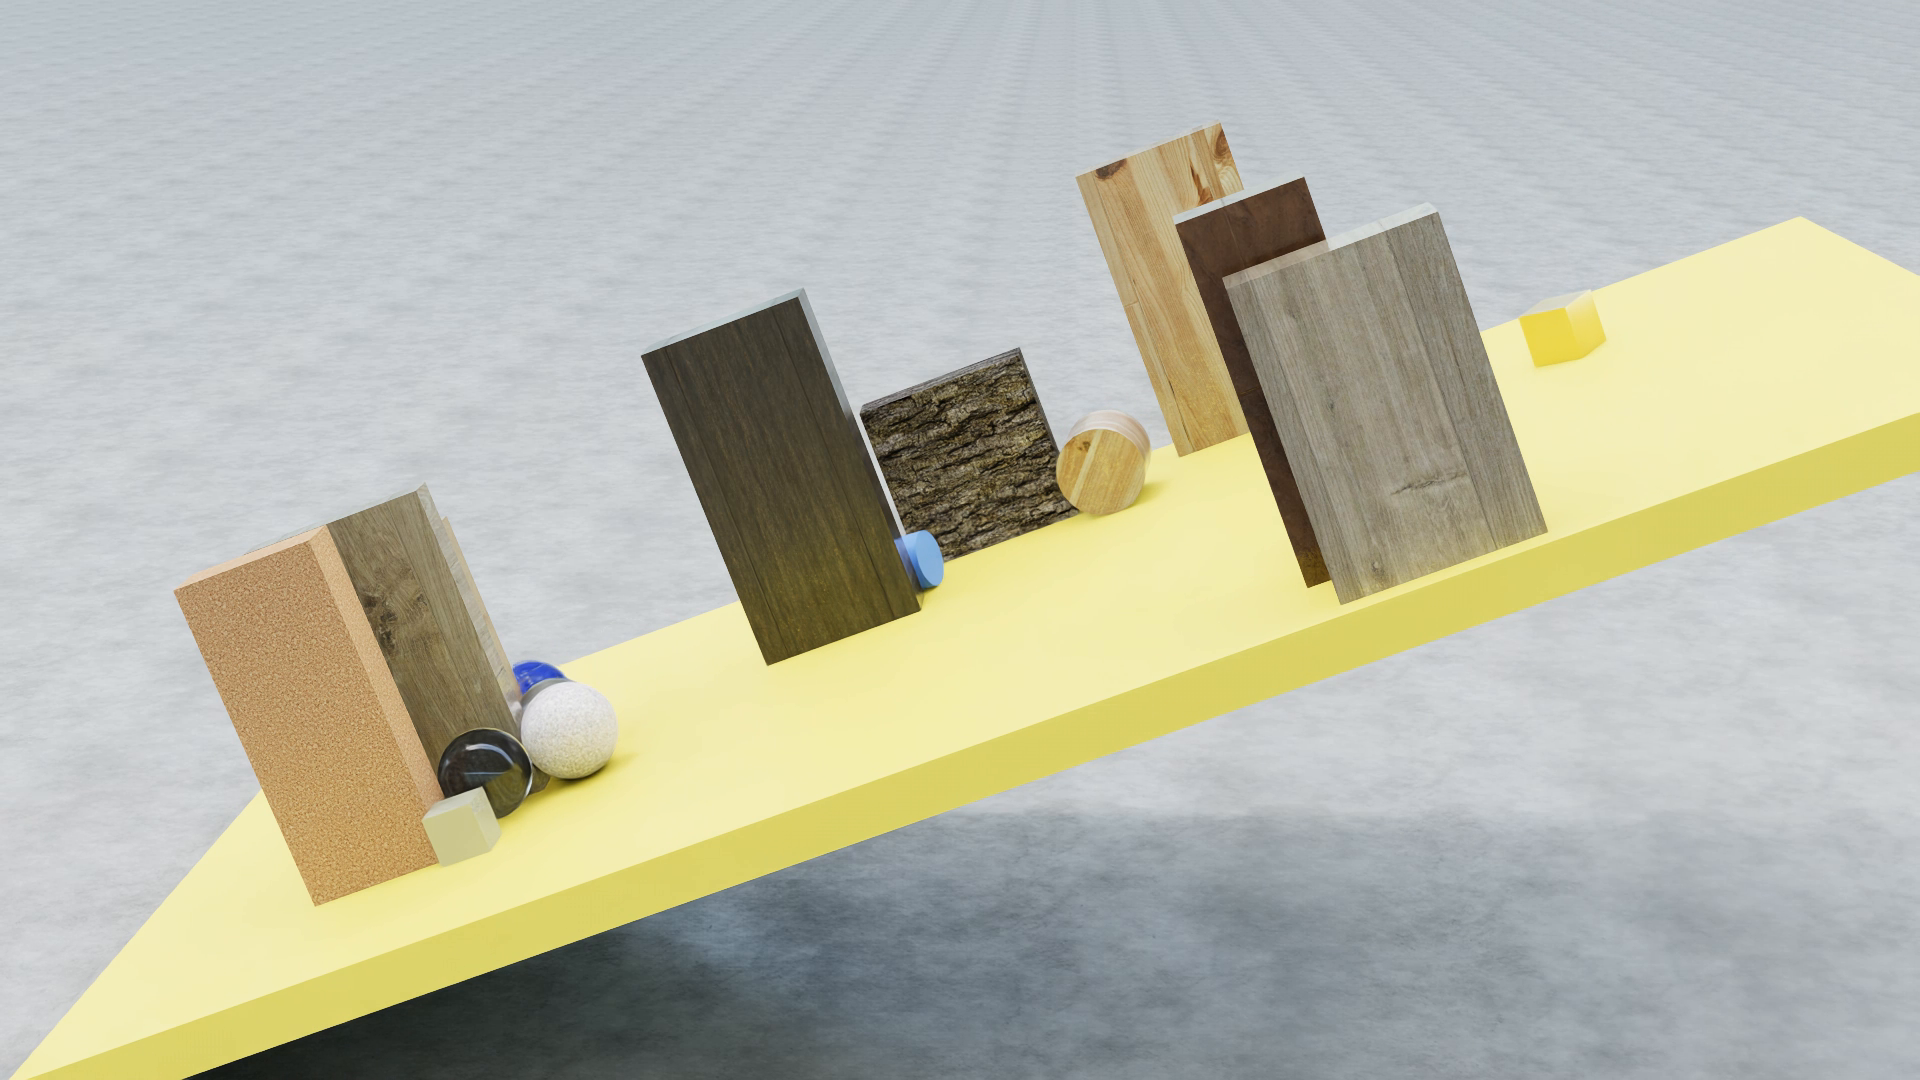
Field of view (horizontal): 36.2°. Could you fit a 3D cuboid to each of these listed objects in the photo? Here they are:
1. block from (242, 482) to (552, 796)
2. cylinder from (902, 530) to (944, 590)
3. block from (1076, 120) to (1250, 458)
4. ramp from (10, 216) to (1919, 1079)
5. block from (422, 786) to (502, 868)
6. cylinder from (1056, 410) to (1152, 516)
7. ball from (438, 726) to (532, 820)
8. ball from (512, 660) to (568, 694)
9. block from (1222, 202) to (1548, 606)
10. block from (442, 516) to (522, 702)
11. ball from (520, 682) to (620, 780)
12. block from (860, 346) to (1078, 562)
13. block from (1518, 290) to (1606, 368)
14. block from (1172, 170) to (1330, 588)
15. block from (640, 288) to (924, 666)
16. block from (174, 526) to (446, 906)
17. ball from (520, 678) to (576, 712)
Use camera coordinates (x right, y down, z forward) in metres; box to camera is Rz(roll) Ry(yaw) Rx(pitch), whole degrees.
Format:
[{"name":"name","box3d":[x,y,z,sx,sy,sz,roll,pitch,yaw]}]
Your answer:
[{"name":"block","box3d":[-1.183,0.270,6.203,0.395,0.689,0.087,-20,12,7]},{"name":"cylinder","box3d":[-0.125,0.057,6.695,0.130,0.130,0.130,-16,6,24]},{"name":"block","box3d":[0.566,-0.595,6.981,0.360,0.715,0.103,-20,12,7]},{"name":"ramp","box3d":[0.118,0.176,6.295,4.000,0.100,2.000,-20,12,7]},{"name":"block","box3d":[-1.003,0.578,5.929,0.107,0.107,0.107,-19,12,9]},{"name":"cylinder","box3d":[0.333,-0.181,6.784,0.203,0.203,0.203,2,15,7]},{"name":"ball","box3d":[-0.985,0.486,6.101,0.195,0.195,0.195,0,13,0]},{"name":"ball","box3d":[-0.960,0.365,6.625,0.187,0.187,0.187,0,13,0]},{"name":"block","box3d":[0.763,-0.244,5.285,0.392,0.613,0.145,-20,12,7]},{"name":"block","box3d":[-1.164,0.275,6.432,0.305,0.574,0.129,-20,12,7]},{"name":"ball","box3d":[-0.818,0.400,6.172,0.205,0.205,0.205,0,13,0]},{"name":"block","box3d":[0.024,-0.189,6.876,0.394,0.400,0.119,-20,12,7]},{"name":"block","box3d":[1.336,-0.469,6.522,0.121,0.121,0.121,-10,16,43]},{"name":"block","box3d":[0.638,-0.298,5.465,0.248,0.727,0.126,-20,12,7]},{"name":"block","box3d":[-0.387,-0.138,6.508,0.369,0.746,0.139,-20,12,7]},{"name":"block","box3d":[-1.296,0.357,5.959,0.297,0.706,0.138,-20,12,7]},{"name":"ball","box3d":[-0.871,0.389,6.365,0.184,0.184,0.184,0,13,0]}]
